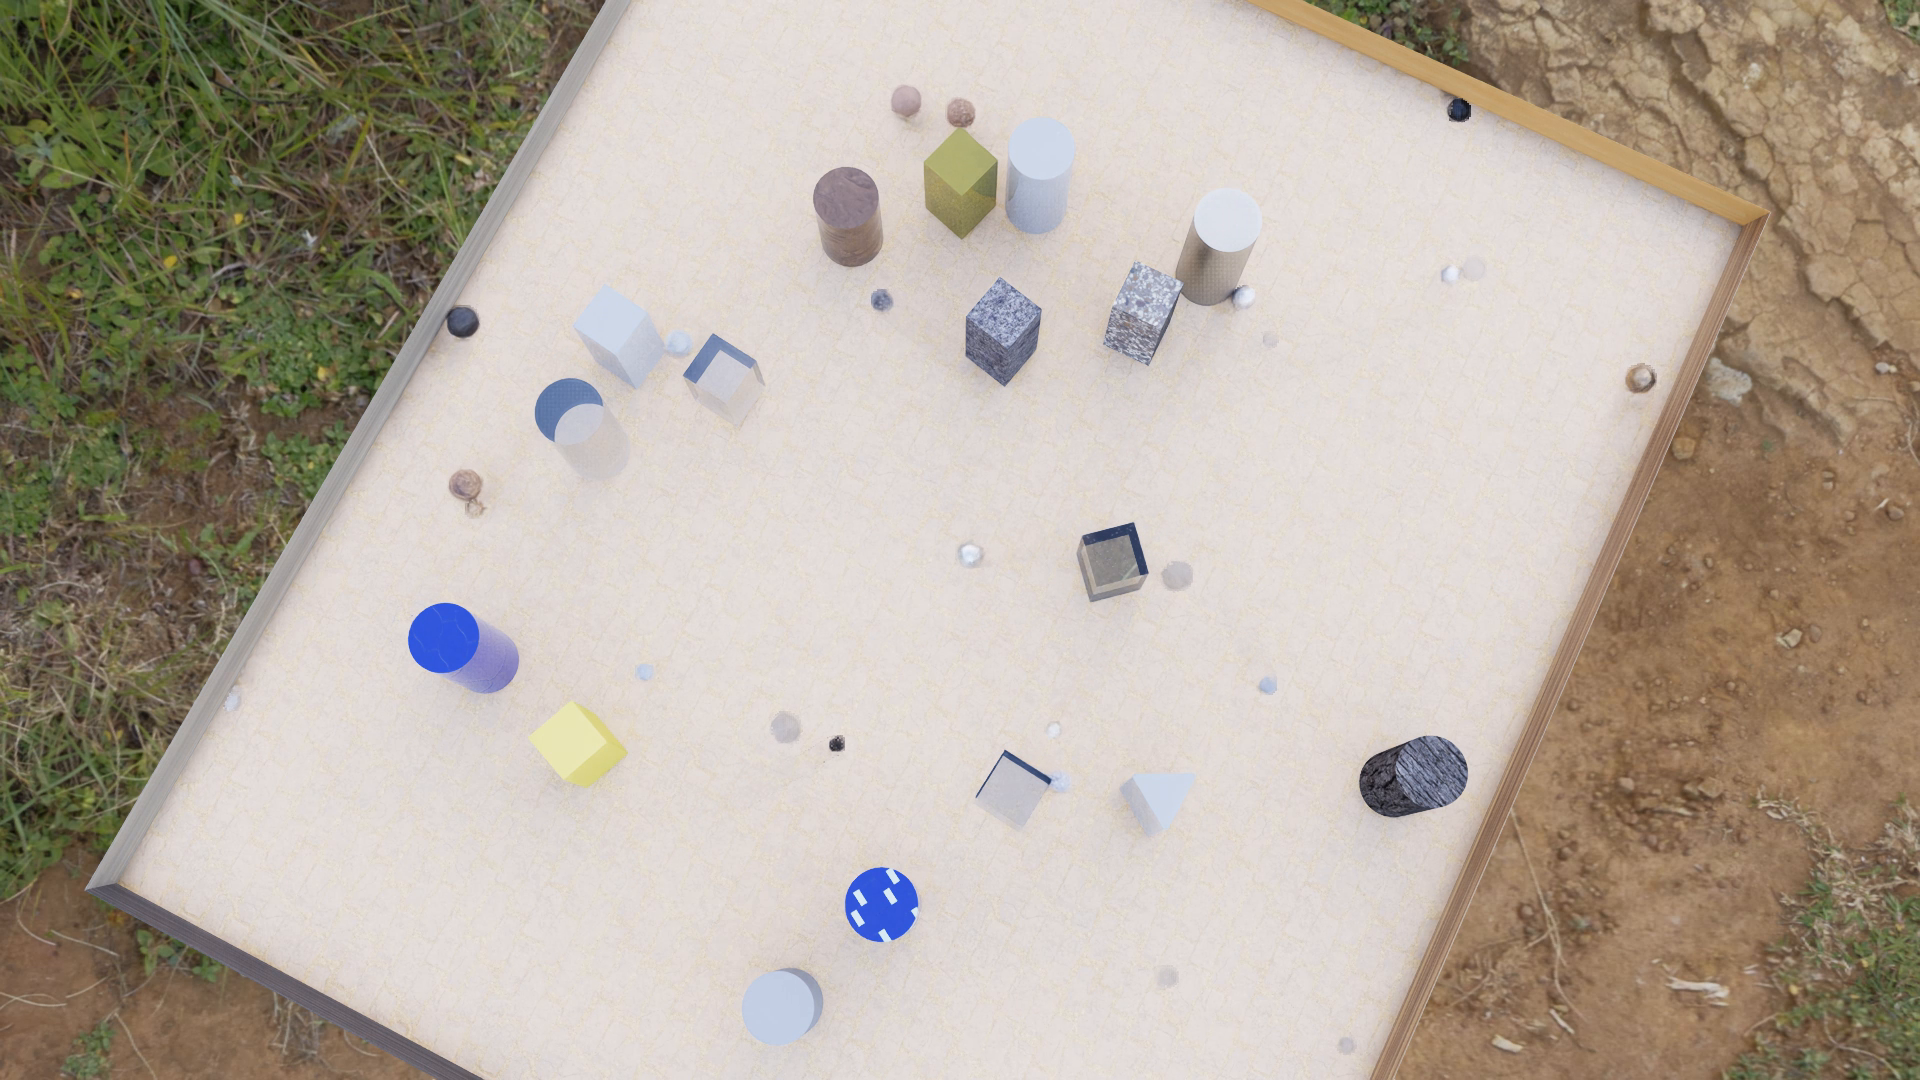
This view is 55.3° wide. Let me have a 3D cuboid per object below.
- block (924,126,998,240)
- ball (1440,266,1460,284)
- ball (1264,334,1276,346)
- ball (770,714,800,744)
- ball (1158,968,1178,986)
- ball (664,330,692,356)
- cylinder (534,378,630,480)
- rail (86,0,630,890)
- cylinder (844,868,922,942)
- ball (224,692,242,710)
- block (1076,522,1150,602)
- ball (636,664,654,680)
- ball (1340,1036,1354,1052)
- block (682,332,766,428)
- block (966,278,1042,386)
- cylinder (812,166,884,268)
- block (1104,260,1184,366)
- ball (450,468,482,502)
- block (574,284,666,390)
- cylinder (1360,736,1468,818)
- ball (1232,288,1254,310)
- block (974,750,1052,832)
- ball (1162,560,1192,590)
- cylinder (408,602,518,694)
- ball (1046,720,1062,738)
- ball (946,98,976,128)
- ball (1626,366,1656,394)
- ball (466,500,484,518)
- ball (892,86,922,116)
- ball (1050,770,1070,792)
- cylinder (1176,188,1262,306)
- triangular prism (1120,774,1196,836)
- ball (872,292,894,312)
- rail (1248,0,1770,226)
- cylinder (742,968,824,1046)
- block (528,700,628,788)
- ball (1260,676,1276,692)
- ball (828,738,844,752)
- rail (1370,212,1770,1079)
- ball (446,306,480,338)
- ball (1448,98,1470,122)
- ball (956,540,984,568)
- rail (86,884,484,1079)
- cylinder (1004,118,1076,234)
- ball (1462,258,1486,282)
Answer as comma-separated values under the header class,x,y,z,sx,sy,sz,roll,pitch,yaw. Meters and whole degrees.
class,x,y,z,sx,sy,sz,roll,pitch,yaw
block,0.002,-1.098,5.660,0.159,0.361,0.159,43,81,8
ball,1.540,-0.833,5.759,0.059,0.059,0.059,0,78,0
ball,0.969,-0.626,5.725,0.041,0.041,0.041,0,78,0
ball,-0.520,0.562,5.454,0.091,0.091,0.091,0,78,0
ball,0.605,1.270,5.326,0.053,0.053,0.053,0,78,0
ball,-0.875,-0.613,5.699,0.086,0.086,0.086,0,78,0
cylinder,-1.119,-0.324,5.459,0.198,0.440,0.198,0,78,0
rail,-1.582,-0.768,5.709,0.045,0.129,4.109,26,80,5
cylinder,-0.211,1.029,5.162,0.198,0.474,0.198,0,78,0
ball,-2.180,0.482,5.491,0.051,0.051,0.051,0,78,0
block,0.452,0.069,5.464,0.159,0.270,0.159,-14,79,-3
ball,-0.945,0.396,5.508,0.052,0.052,0.052,0,78,0
ball,1.117,1.458,5.292,0.044,0.044,0.044,0,78,0
block,-0.714,-0.483,5.577,0.159,0.274,0.159,33,80,6
block,0.128,-0.625,5.548,0.159,0.387,0.159,39,81,7
cylinder,-0.342,-0.993,5.655,0.198,0.328,0.198,0,78,0
block,0.554,-0.685,5.570,0.159,0.369,0.159,26,79,5
ball,-1.510,-0.168,5.601,0.099,0.099,0.099,0,78,0
block,-1.028,-0.612,5.559,0.159,0.361,0.159,34,80,7
cylinder,1.289,0.680,5.235,0.198,0.471,0.198,0,78,0
ball,0.885,-0.756,5.737,0.071,0.071,0.071,0,78,0
block,0.151,0.730,5.305,0.159,0.315,0.159,32,80,6
ball,0.657,0.107,5.548,0.091,0.091,0.091,0,78,0
cylinder,-1.432,0.319,5.311,0.198,0.469,0.198,0,78,0
ball,0.281,0.565,5.474,0.050,0.050,0.050,0,78,0
ball,0.003,-1.363,5.851,0.093,0.093,0.093,0,78,0
ball,2.107,-0.495,5.675,0.087,0.087,0.087,0,78,0
ball,-1.483,-0.095,5.609,0.053,0.053,0.053,0,78,0
ball,-0.171,-1.402,5.858,0.096,0.096,0.096,0,78,0
ball,0.295,0.713,5.436,0.065,0.065,0.065,0,78,0
cylinder,0.779,-0.882,5.555,0.198,0.477,0.198,0,78,0
triangular prism,0.583,0.726,5.241,0.149,0.442,0.172,-30,80,-6
ball,-0.240,-0.746,5.737,0.066,0.066,0.066,0,78,0
rail,0.908,-1.772,5.917,3.585,0.129,0.045,26,80,5
cylinder,-0.497,1.312,5.169,0.198,0.345,0.198,0,78,0
block,-1.104,0.597,5.319,0.159,0.340,0.159,-41,81,-8
ball,0.924,0.435,5.501,0.050,0.050,0.050,0,78,0
ball,-0.369,0.611,5.467,0.045,0.045,0.045,0,78,0
rail,1.582,0.781,5.388,0.045,0.129,4.109,26,80,5
ball,-1.548,-0.677,5.707,0.098,0.098,0.098,0,78,0
ball,1.596,-1.376,5.865,0.072,0.072,0.072,0,78,0
ball,0.033,0.041,5.565,0.084,0.084,0.084,0,78,0
rail,-0.908,1.785,5.180,3.585,0.129,0.045,26,80,5
cylinder,0.242,-1.112,5.624,0.198,0.437,0.198,0,78,0
ball,1.615,-0.848,5.755,0.073,0.073,0.073,0,78,0
